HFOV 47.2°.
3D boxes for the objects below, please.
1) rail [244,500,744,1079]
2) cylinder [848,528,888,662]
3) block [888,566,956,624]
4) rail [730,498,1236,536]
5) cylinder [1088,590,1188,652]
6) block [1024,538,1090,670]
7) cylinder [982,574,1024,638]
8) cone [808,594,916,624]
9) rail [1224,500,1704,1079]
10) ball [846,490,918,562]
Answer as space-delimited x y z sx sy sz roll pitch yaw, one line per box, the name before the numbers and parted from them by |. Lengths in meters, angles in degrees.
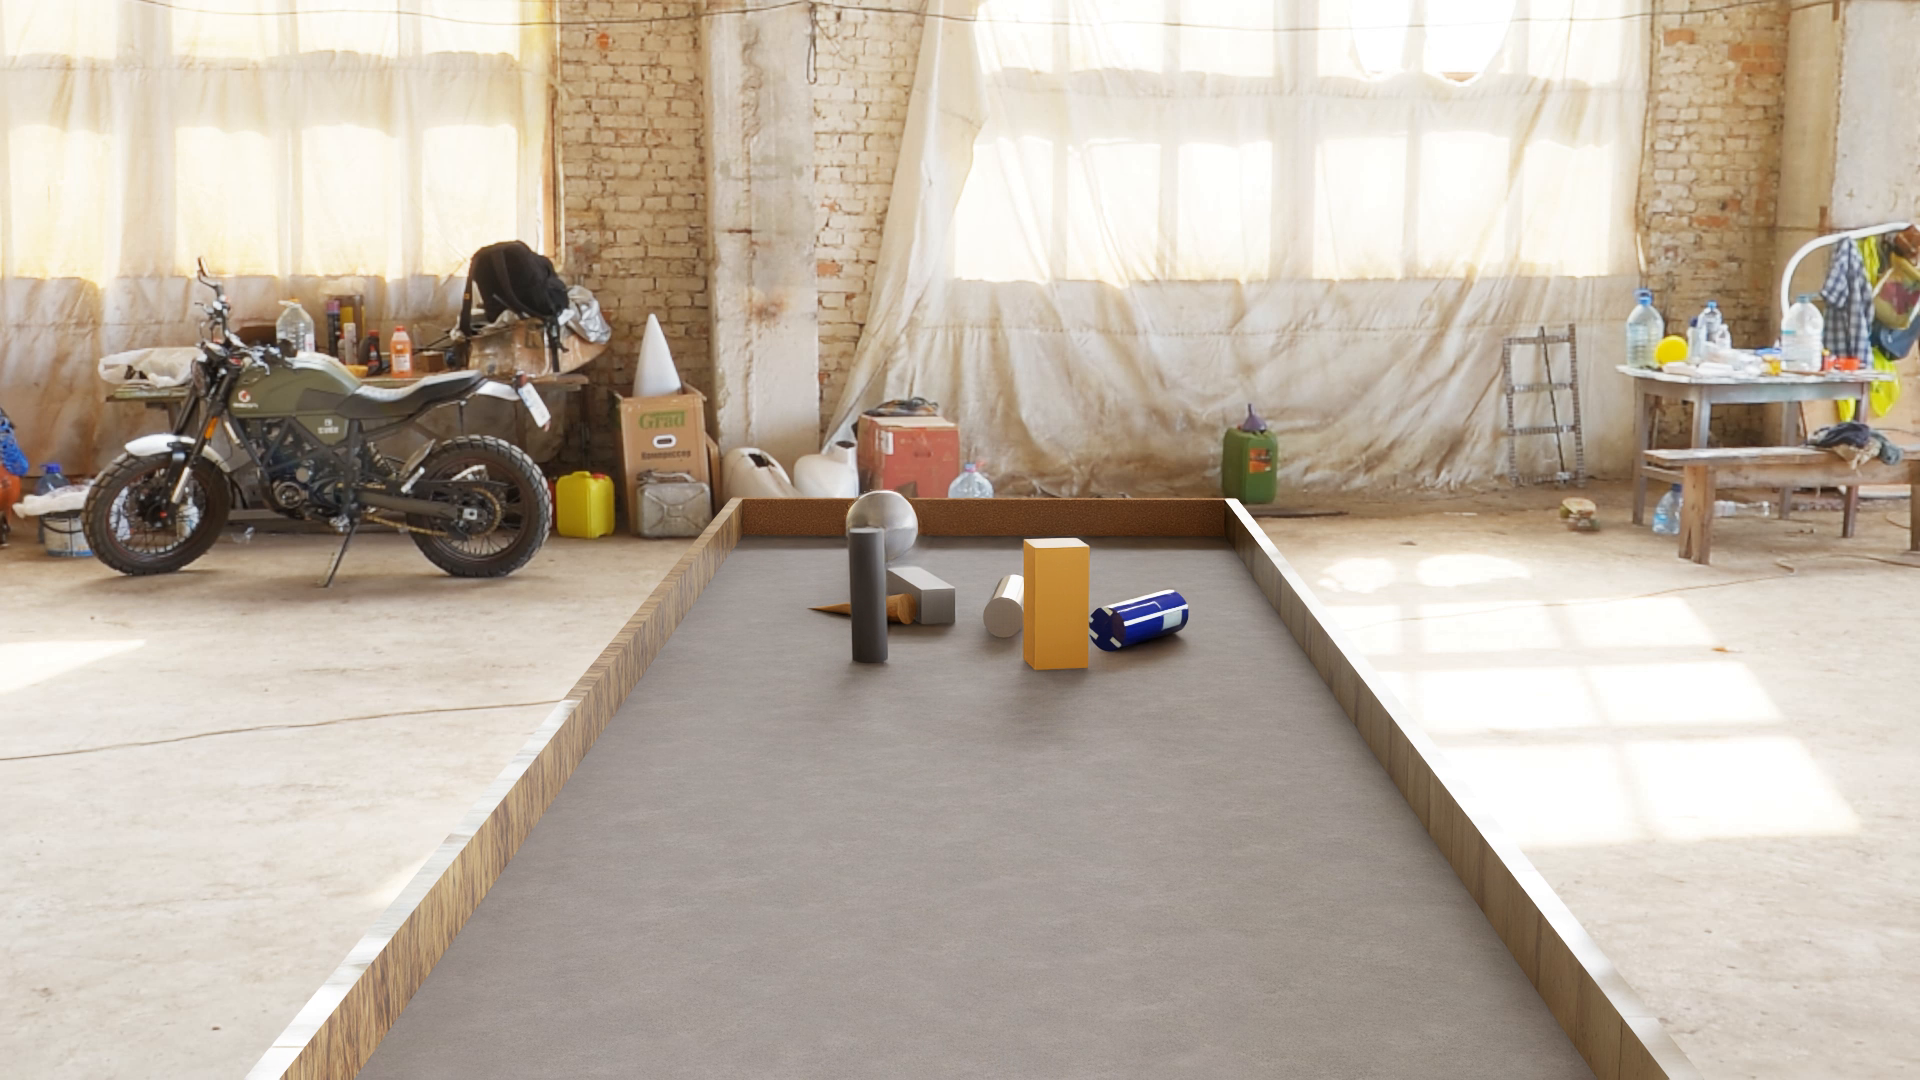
rail | -1.004 0.839 3.234 0.050 0.150 12.000 0 9 1
cylinder | -0.279 0.166 6.683 0.109 0.397 0.109 -2 8 0
block | -0.134 0.186 7.464 0.116 0.116 0.428 -3 9 -17
rail | 0.099 -0.098 9.147 2.100 0.150 0.050 0 9 1
cylinder | 0.567 0.253 6.961 0.141 0.141 0.366 7 11 37
block | 0.289 0.191 6.627 0.164 0.368 0.164 -2 9 -11
cylinder | 0.159 0.215 7.232 0.132 0.132 0.409 1 9 6
cone | -0.349 0.231 7.389 0.440 0.101 0.101 -1 6 38
rail | 1.046 0.843 3.208 0.050 0.150 12.000 0 9 1
ball | -0.301 -0.052 8.448 0.279 0.279 0.279 0 9 0
